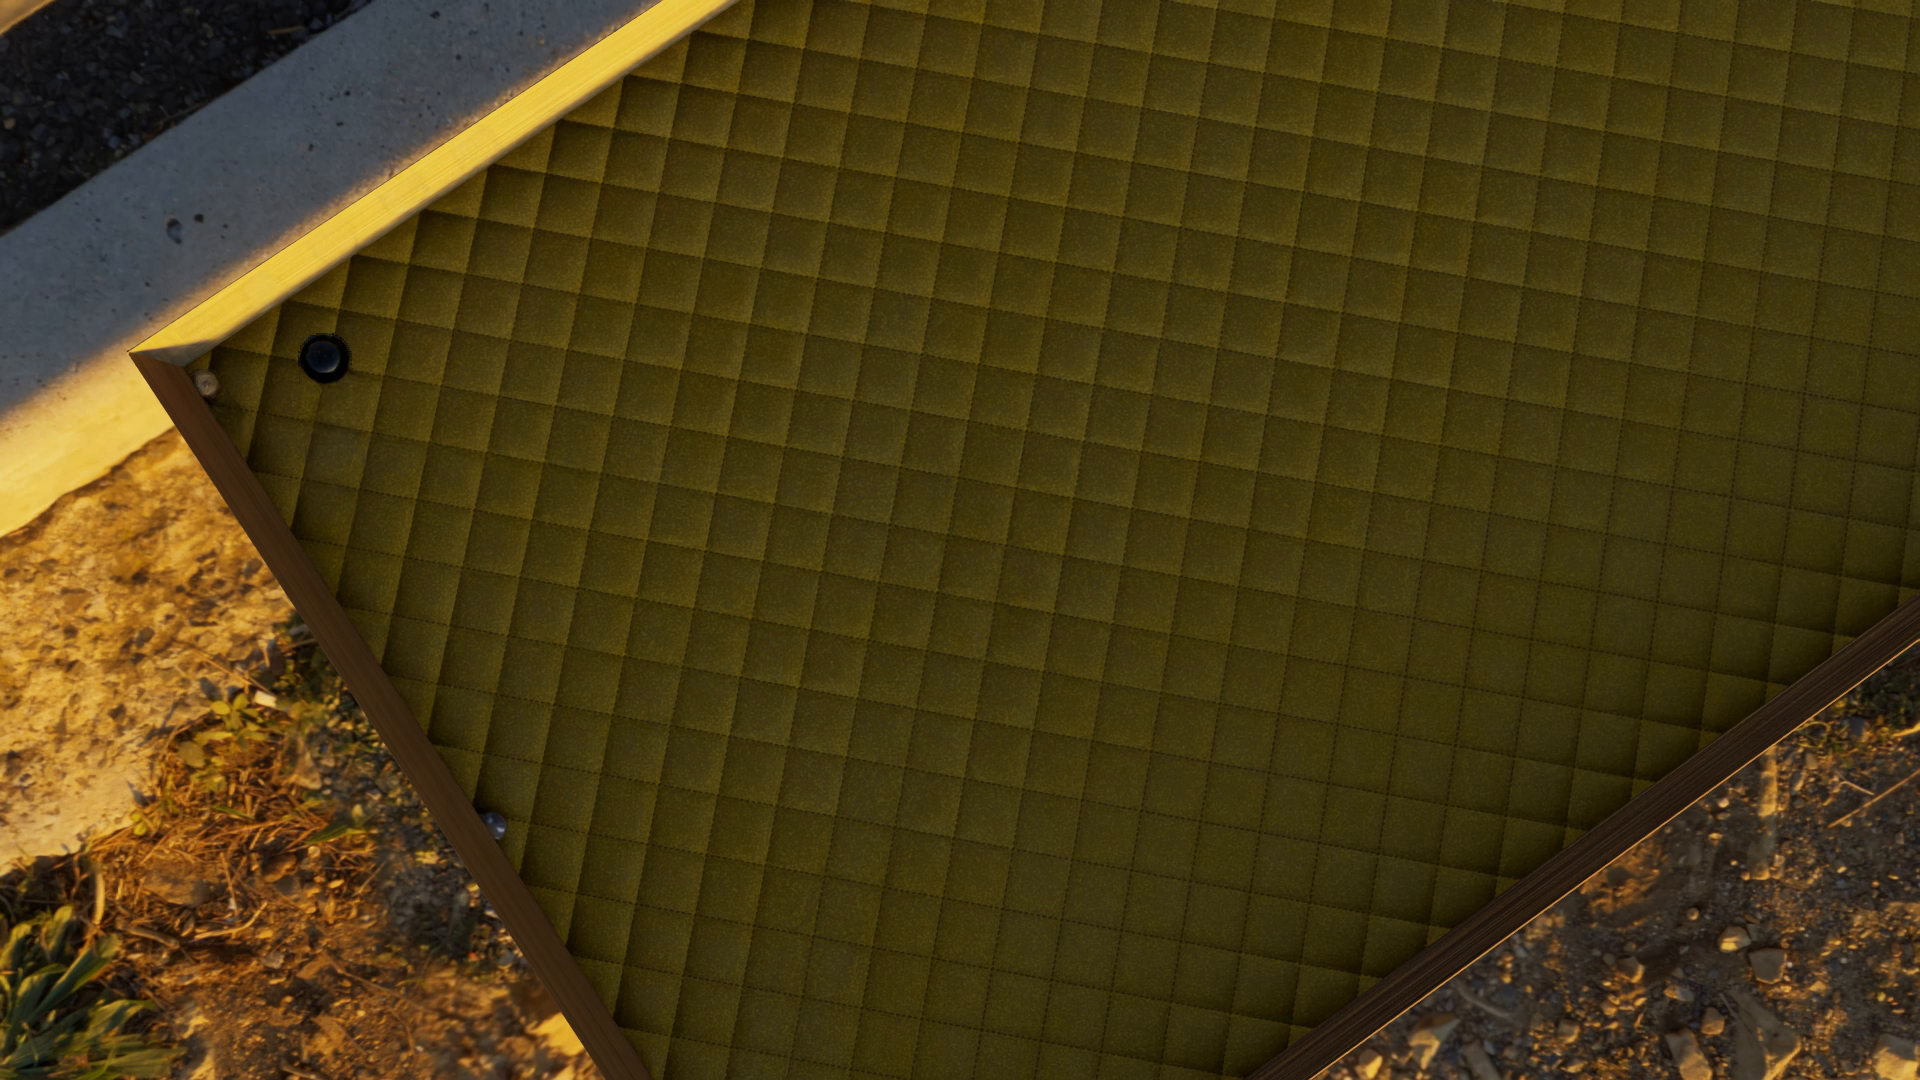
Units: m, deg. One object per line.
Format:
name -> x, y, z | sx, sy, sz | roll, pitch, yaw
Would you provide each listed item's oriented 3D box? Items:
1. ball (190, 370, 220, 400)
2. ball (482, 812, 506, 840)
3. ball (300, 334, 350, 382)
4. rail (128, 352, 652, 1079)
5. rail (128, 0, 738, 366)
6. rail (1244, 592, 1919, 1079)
ball -> -1.137, -0.232, 3.307 | 0.046, 0.046, 0.046 | 0, 82, 0
ball -> -0.685, 0.420, 3.221 | 0.042, 0.042, 0.042 | 0, 82, 0
ball -> -0.952, -0.272, 3.300 | 0.072, 0.072, 0.072 | 0, 82, 0
rail -> -0.680, 0.465, 3.180 | 0.045, 0.109, 1.837 | -35, 84, -4
rail -> 0.188, -1.213, 3.408 | 3.406, 0.109, 0.045 | -35, 84, -4
rail -> 1.210, 0.243, 3.210 | 3.406, 0.109, 0.045 | -35, 84, -4
